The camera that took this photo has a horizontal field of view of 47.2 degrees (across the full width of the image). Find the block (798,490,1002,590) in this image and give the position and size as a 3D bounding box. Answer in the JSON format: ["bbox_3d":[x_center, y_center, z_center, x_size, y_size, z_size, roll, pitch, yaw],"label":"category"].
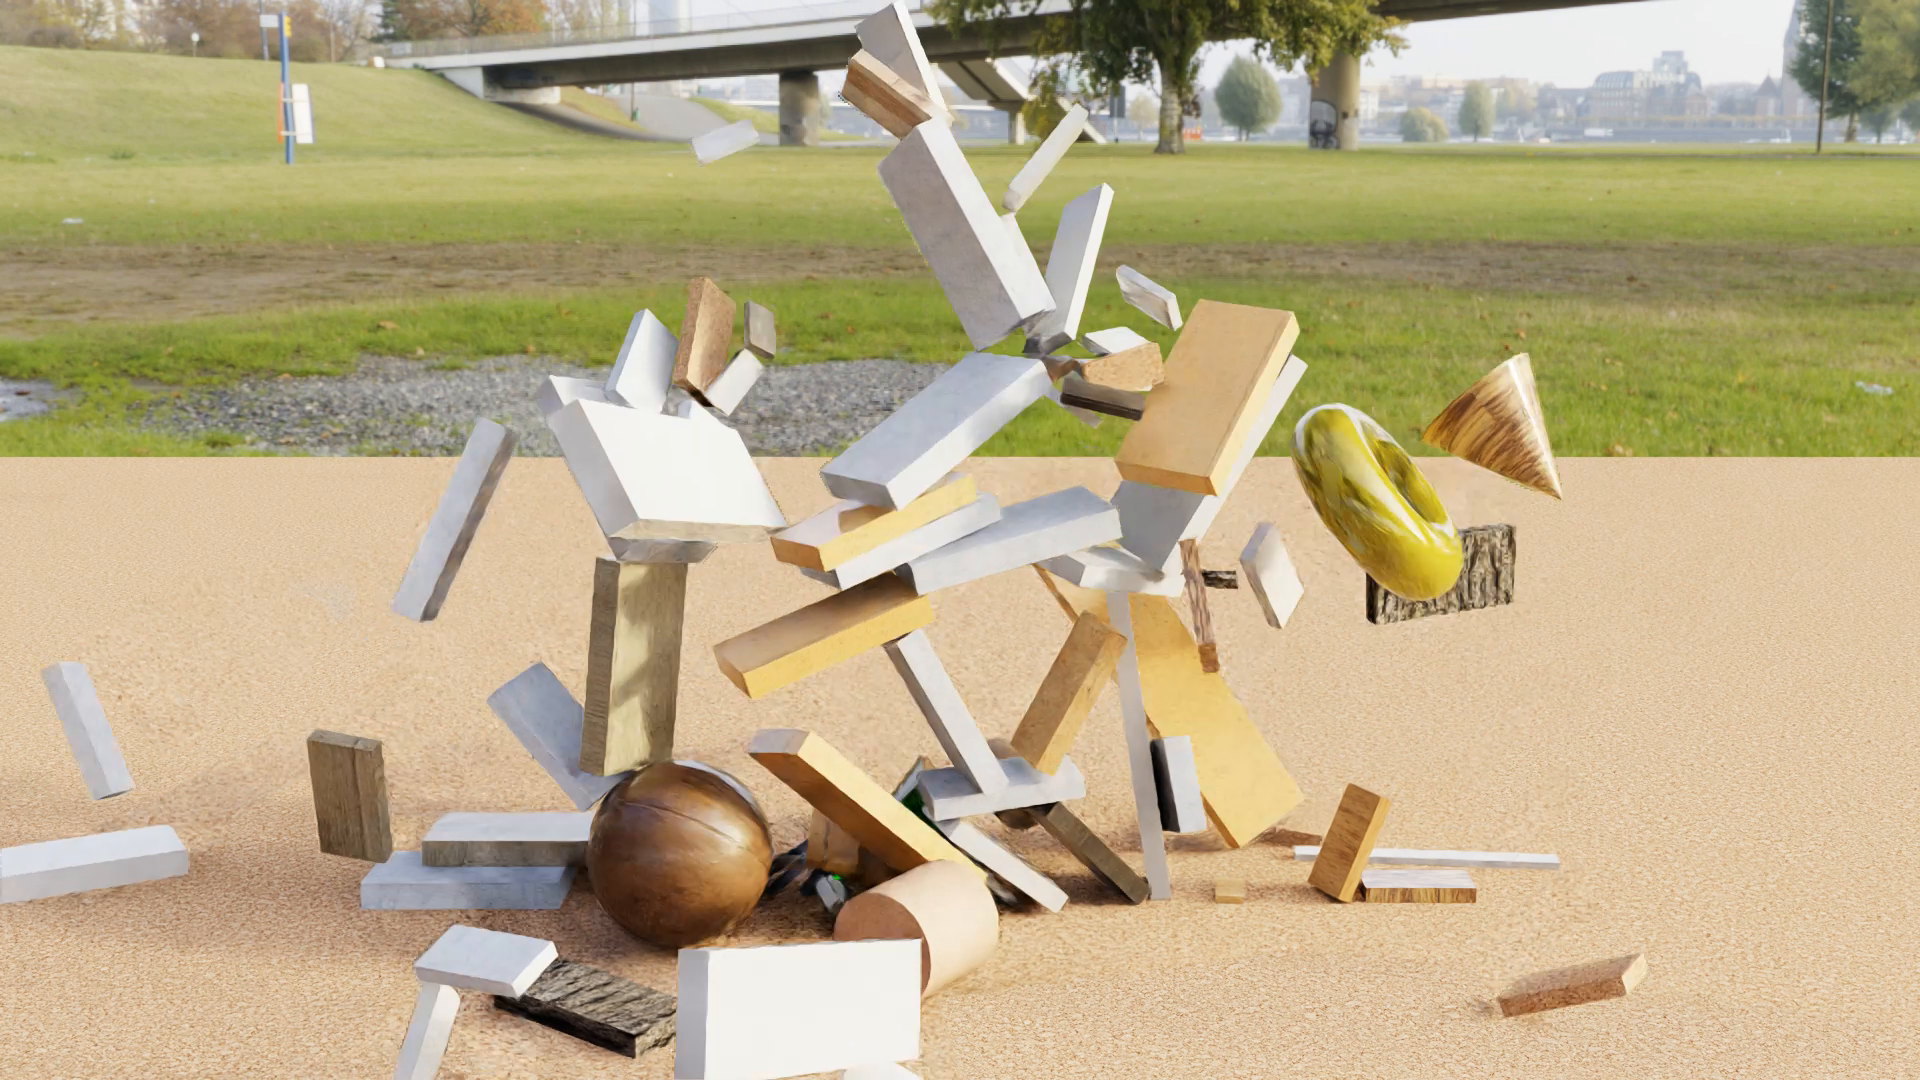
[{"bbox_3d":[-0.096,-0.008,3.413,0.291,0.041,0.145,-24,20,-24],"label":"block"}]

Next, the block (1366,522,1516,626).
[{"bbox_3d":[0.934,0.065,4.272,0.307,0.153,0.043,-8,17,-19],"label":"block"}]

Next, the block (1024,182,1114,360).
[{"bbox_3d":[0.184,-0.454,3.698,0.091,0.026,0.378,-25,36,38],"label":"block"}]

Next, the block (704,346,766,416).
[{"bbox_3d":[-0.358,-0.252,3.493,0.050,0.101,0.014,44,-13,-32],"label":"block"}]

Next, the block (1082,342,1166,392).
[{"bbox_3d":[0.256,-0.262,3.428,0.125,0.063,0.018,-18,14,-14],"label":"block"}]

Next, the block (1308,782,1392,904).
[{"bbox_3d":[0.648,0.503,3.659,0.026,0.182,0.091,24,-1,-27],"label":"block"}]

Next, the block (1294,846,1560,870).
[{"bbox_3d":[0.811,0.553,3.831,0.451,0.013,0.045,1,11,6],"label":"block"}]

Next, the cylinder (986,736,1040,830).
[{"bbox_3d":[0.091,0.421,3.818,0.120,0.120,0.120,-5,25,-25],"label":"cylinder"}]

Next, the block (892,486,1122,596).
[{"bbox_3d":[0.066,-0.002,3.437,0.334,0.047,0.167,-16,18,-12],"label":"block"}]

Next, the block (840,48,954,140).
[{"bbox_3d":[-0.102,-0.701,3.553,0.190,0.095,0.027,38,59,7],"label":"block"}]

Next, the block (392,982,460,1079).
[{"bbox_3d":[-0.662,0.627,2.718,0.022,0.157,0.079,8,-30,9],"label":"block"}]

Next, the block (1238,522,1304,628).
[{"bbox_3d":[0.575,0.065,4.060,0.027,0.190,0.095,9,53,38],"label":"block"}]

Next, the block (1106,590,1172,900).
[{"bbox_3d":[0.294,0.324,3.648,0.035,0.532,0.125,-8,10,4],"label":"block"}]

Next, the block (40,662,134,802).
[{"bbox_3d":[-1.443,0.315,3.641,0.033,0.230,0.115,-23,-1,-4],"label":"block"}]

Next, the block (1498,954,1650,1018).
[{"bbox_3d":[0.870,0.632,3.121,0.190,0.027,0.095,-21,-1,37],"label":"block"}]

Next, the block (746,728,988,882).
[{"bbox_3d":[-0.145,0.430,3.451,0.403,0.044,0.154,42,-26,-26],"label":"block"}]

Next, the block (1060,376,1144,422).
[{"bbox_3d":[0.217,-0.215,3.353,0.125,0.018,0.063,13,28,-1],"label":"block"}]

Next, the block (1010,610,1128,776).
[{"bbox_3d":[0.174,0.245,3.537,0.035,0.249,0.125,27,5,-23],"label":"block"}]

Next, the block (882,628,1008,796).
[{"bbox_3d":[-0.037,0.249,3.469,0.044,0.309,0.154,-33,24,-10],"label":"block"}]

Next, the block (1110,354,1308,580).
[{"bbox_3d":[0.387,-0.149,3.558,0.047,0.402,0.167,26,7,-45],"label":"block"}]

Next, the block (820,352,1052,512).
[{"bbox_3d":[-0.035,-0.174,3.429,0.346,0.049,0.173,-40,31,-26],"label":"block"}]

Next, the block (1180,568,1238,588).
[{"bbox_3d":[0.413,0.064,3.640,0.091,0.013,0.045,3,-23,12],"label":"block"}]

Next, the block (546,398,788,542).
[{"bbox_3d":[-0.394,-0.087,3.075,0.049,0.173,0.650,-29,-6,10],"label":"block"}]

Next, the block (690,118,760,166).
[{"bbox_3d":[-0.376,-0.639,3.528,0.101,0.014,0.050,-23,51,-5],"label":"block"}]

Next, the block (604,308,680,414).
[{"bbox_3d":[-0.500,-0.270,3.491,0.026,0.093,0.186,-20,39,33],"label":"block"}]

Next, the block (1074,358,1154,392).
[{"bbox_3d":[0.258,-0.276,3.681,0.134,0.019,0.067,-8,48,-41],"label":"block"}]

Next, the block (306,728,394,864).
[{"bbox_3d":[-1.008,0.425,3.638,0.115,0.230,0.033,9,31,10],"label":"block"}]

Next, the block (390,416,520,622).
[{"bbox_3d":[-0.804,-0.032,3.519,0.047,0.334,0.167,24,-2,-4],"label":"block"}]

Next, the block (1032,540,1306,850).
[{"bbox_3d":[0.362,0.237,3.920,0.153,0.652,0.043,-34,-5,-17],"label":"block"}]

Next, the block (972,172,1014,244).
[{"bbox_3d":[0.020,-0.525,3.575,0.027,0.190,0.095,-18,-24,-25],"label":"block"}]

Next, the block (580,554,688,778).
[{"bbox_3d":[-0.504,0.187,3.412,0.047,0.334,0.167,11,11,30],"label":"block"}]

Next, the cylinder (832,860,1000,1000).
[{"bbox_3d":[-0.064,0.580,3.241,0.176,0.176,0.176,7,13,34],"label":"cylinder"}]

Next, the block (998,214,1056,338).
[{"bbox_3d":[0.097,-0.428,3.570,0.026,0.182,0.091,-17,-18,-22],"label":"block"}]

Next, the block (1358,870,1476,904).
[{"bbox_3d":[0.760,0.577,3.667,0.182,0.026,0.091,0,11,1],"label":"block"}]

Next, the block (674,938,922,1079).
[{"bbox_3d":[-0.179,0.545,2.567,0.041,0.145,0.443,-3,-9,30],"label":"block"}]

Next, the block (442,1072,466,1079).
[{"bbox_3d":[-0.578,0.698,2.508,0.022,0.157,0.079,-4,15,13],"label":"block"}]

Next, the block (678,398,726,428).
[{"bbox_3d":[-0.401,-0.118,3.416,0.026,0.186,0.093,-21,-38,24],"label":"block"}]

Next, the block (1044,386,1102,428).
[{"bbox_3d":[0.174,-0.209,3.431,0.065,0.018,0.130,32,5,-18],"label":"block"}]
